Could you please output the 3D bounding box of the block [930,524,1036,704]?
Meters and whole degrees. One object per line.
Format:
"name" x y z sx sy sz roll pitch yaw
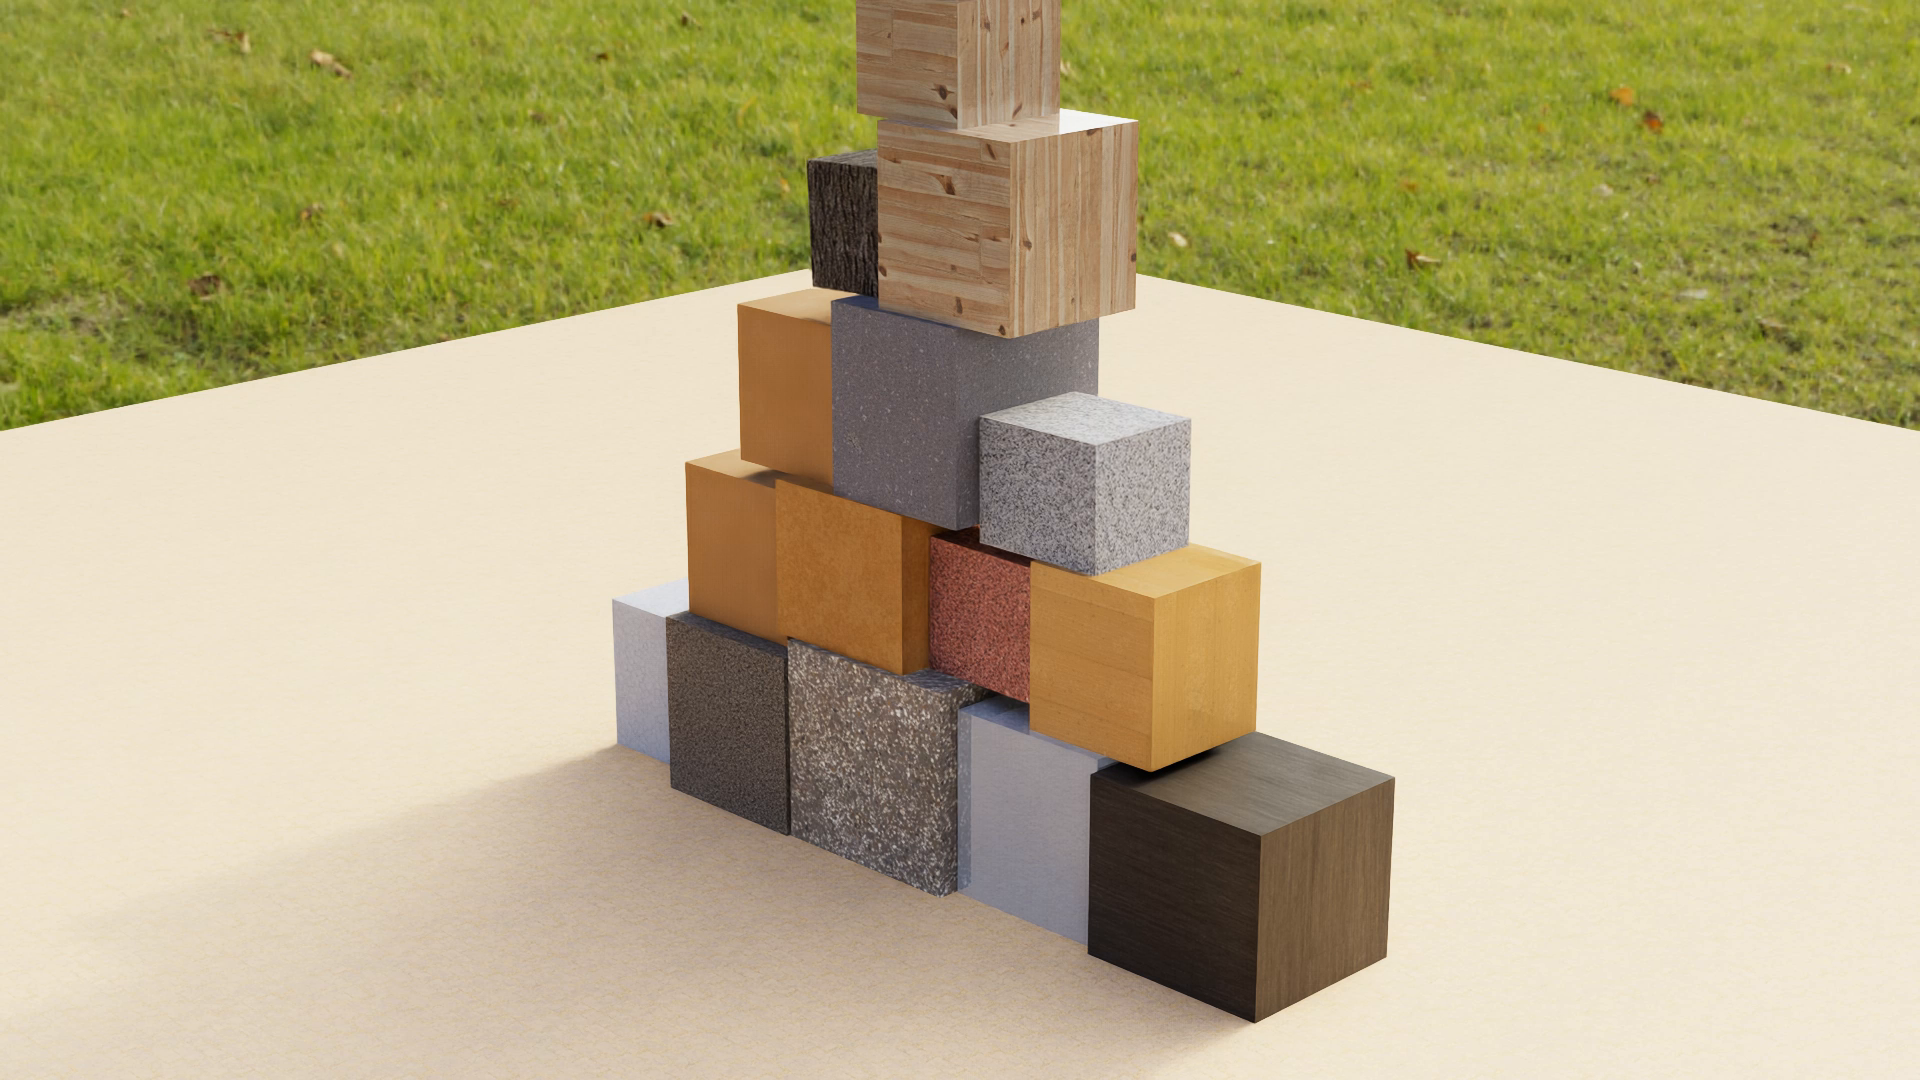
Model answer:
"block" 0.316 0.288 13.123 0.616 0.622 0.664 -17 25 -42

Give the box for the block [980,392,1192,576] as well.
"block" 0.539 -0.255 12.697 0.606 0.571 0.682 -17 24 -42

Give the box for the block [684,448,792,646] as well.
"block" -0.796 -0.016 14.157 0.755 0.759 0.716 -17 24 -42

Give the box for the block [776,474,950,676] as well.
"block" -0.223 0.064 13.620 0.935 0.749 0.834 -17 24 -42

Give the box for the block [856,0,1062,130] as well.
"block" -0.006 -2.109 12.672 0.630 0.529 0.618 -17 24 -42

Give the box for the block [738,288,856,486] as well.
"block" -0.538 -0.731 13.651 0.673 0.748 0.722 -17 24 -42

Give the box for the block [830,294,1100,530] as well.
"block" 0.025 -0.645 13.135 0.902 0.894 0.786 -17 24 -42

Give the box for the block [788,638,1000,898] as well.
"block" -0.082 0.931 13.748 1.025 0.981 1.005 -17 24 -42

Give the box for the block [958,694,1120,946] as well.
"block" 0.553 1.183 13.109 0.755 0.882 0.842 -17 24 -42

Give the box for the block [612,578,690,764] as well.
"block" -1.303 0.670 14.911 0.635 0.780 0.648 -17 24 -42

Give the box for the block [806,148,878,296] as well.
"block" -0.291 -1.435 13.203 0.525 0.577 0.572 -17 21 -42

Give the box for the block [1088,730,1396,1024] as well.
"block" 1.195 1.394 12.518 0.889 0.835 0.932 -17 24 -42

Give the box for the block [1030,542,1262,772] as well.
"block" 0.796 0.460 12.657 0.689 0.770 0.705 -17 24 -42

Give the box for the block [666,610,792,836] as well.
"block" -0.770 0.781 14.375 0.998 0.891 0.858 -17 24 -42

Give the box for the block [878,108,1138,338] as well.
"block" 0.206 -1.404 12.685 0.791 0.825 0.795 -17 24 -42
